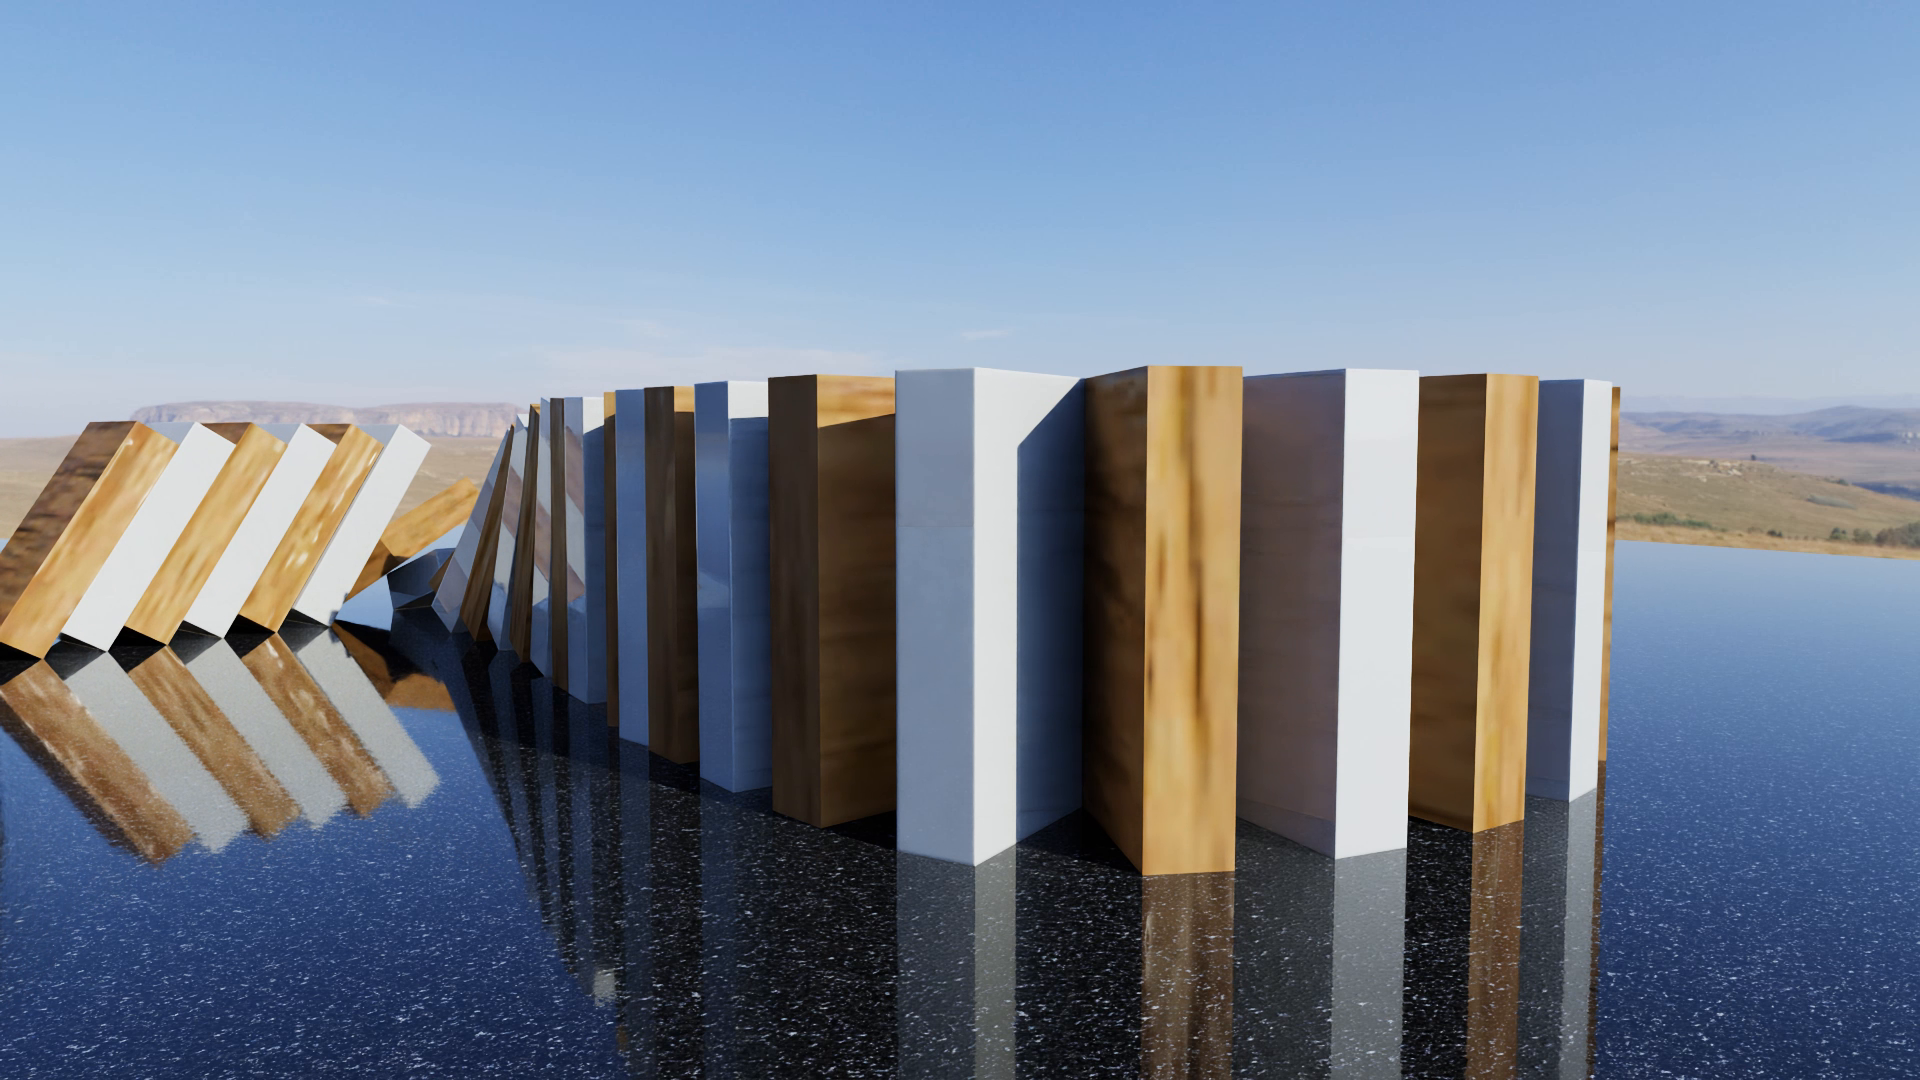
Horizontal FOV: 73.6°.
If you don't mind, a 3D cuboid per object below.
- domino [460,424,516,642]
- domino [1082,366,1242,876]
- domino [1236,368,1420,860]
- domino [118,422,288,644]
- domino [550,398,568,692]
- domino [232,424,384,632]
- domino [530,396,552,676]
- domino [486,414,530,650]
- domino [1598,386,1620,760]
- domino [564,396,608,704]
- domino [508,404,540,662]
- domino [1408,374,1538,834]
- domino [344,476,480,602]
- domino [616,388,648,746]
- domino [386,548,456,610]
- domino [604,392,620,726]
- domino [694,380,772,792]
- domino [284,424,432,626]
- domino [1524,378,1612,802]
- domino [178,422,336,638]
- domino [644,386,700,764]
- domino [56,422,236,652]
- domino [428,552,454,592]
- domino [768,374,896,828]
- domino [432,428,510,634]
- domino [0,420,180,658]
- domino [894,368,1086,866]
[{"bbox_3d":[-0.088,-0.001,0.276,0.025,0.050,0.010,-4,40,-44],"label":"domino"},{"bbox_3d":[0.021,0.007,0.138,0.010,0.050,0.025,-1,4,-8],"label":"domino"},{"bbox_3d":[0.038,0.007,0.143,0.009,0.050,0.025,-2,5,-24],"label":"domino"},{"bbox_3d":[-0.172,-0.002,0.285,0.025,0.050,0.010,3,-27,37],"label":"domino"},{"bbox_3d":[-0.058,0.000,0.227,0.025,0.050,0.009,-3,7,-34],"label":"domino"},{"bbox_3d":[-0.159,-0.004,0.303,0.025,0.050,0.010,3,-27,37],"label":"domino"},{"bbox_3d":[-0.065,-0.001,0.239,0.025,0.050,0.009,-3,17,-34],"label":"domino"},{"bbox_3d":[-0.080,-0.001,0.263,0.025,0.050,0.010,-3,34,-36],"label":"domino"},{"bbox_3d":[0.075,0.004,0.178,0.025,0.050,0.010,1,4,10],"label":"domino"},{"bbox_3d":[-0.053,0.001,0.219,0.025,0.050,0.010,-3,7,-34],"label":"domino"},{"bbox_3d":[-0.072,-0.001,0.251,0.025,0.050,0.010,-3,27,-34],"label":"domino"},{"bbox_3d":[0.053,0.006,0.152,0.009,0.050,0.025,-3,5,-34],"label":"domino"},{"bbox_3d":[-0.147,0.000,0.337,0.025,0.009,0.050,-31,13,14],"label":"domino"},{"bbox_3d":[-0.037,0.003,0.189,0.010,0.050,0.025,5,6,42],"label":"domino"},{"bbox_3d":[-0.122,0.009,0.342,0.025,0.010,0.050,-19,-8,37],"label":"domino"},{"bbox_3d":[-0.046,0.002,0.203,0.009,0.050,0.025,1,5,10],"label":"domino"},{"bbox_3d":[-0.020,0.005,0.166,0.025,0.050,0.010,-3,5,-36],"label":"domino"},{"bbox_3d":[-0.151,-0.004,0.311,0.025,0.050,0.010,3,-27,36],"label":"domino"},{"bbox_3d":[0.067,0.005,0.163,0.025,0.050,0.010,4,6,44],"label":"domino"},{"bbox_3d":[-0.166,-0.003,0.294,0.025,0.050,0.010,3,-27,37],"label":"domino"},{"bbox_3d":[-0.030,0.004,0.180,0.025,0.050,0.010,-3,6,-37],"label":"domino"},{"bbox_3d":[-0.179,-0.002,0.276,0.025,0.050,0.010,3,-27,37],"label":"domino"},{"bbox_3d":[-0.102,-0.003,0.309,0.010,0.050,0.025,48,15,18],"label":"domino"},{"bbox_3d":[-0.009,0.006,0.152,0.025,0.050,0.010,-4,6,-42],"label":"domino"},{"bbox_3d":[-0.097,-0.002,0.289,0.010,0.050,0.025,45,27,25],"label":"domino"},{"bbox_3d":[-0.186,-0.001,0.267,0.025,0.050,0.009,3,-27,37],"label":"domino"},{"bbox_3d":[0.004,0.007,0.141,0.010,0.050,0.025,3,5,31],"label":"domino"}]
